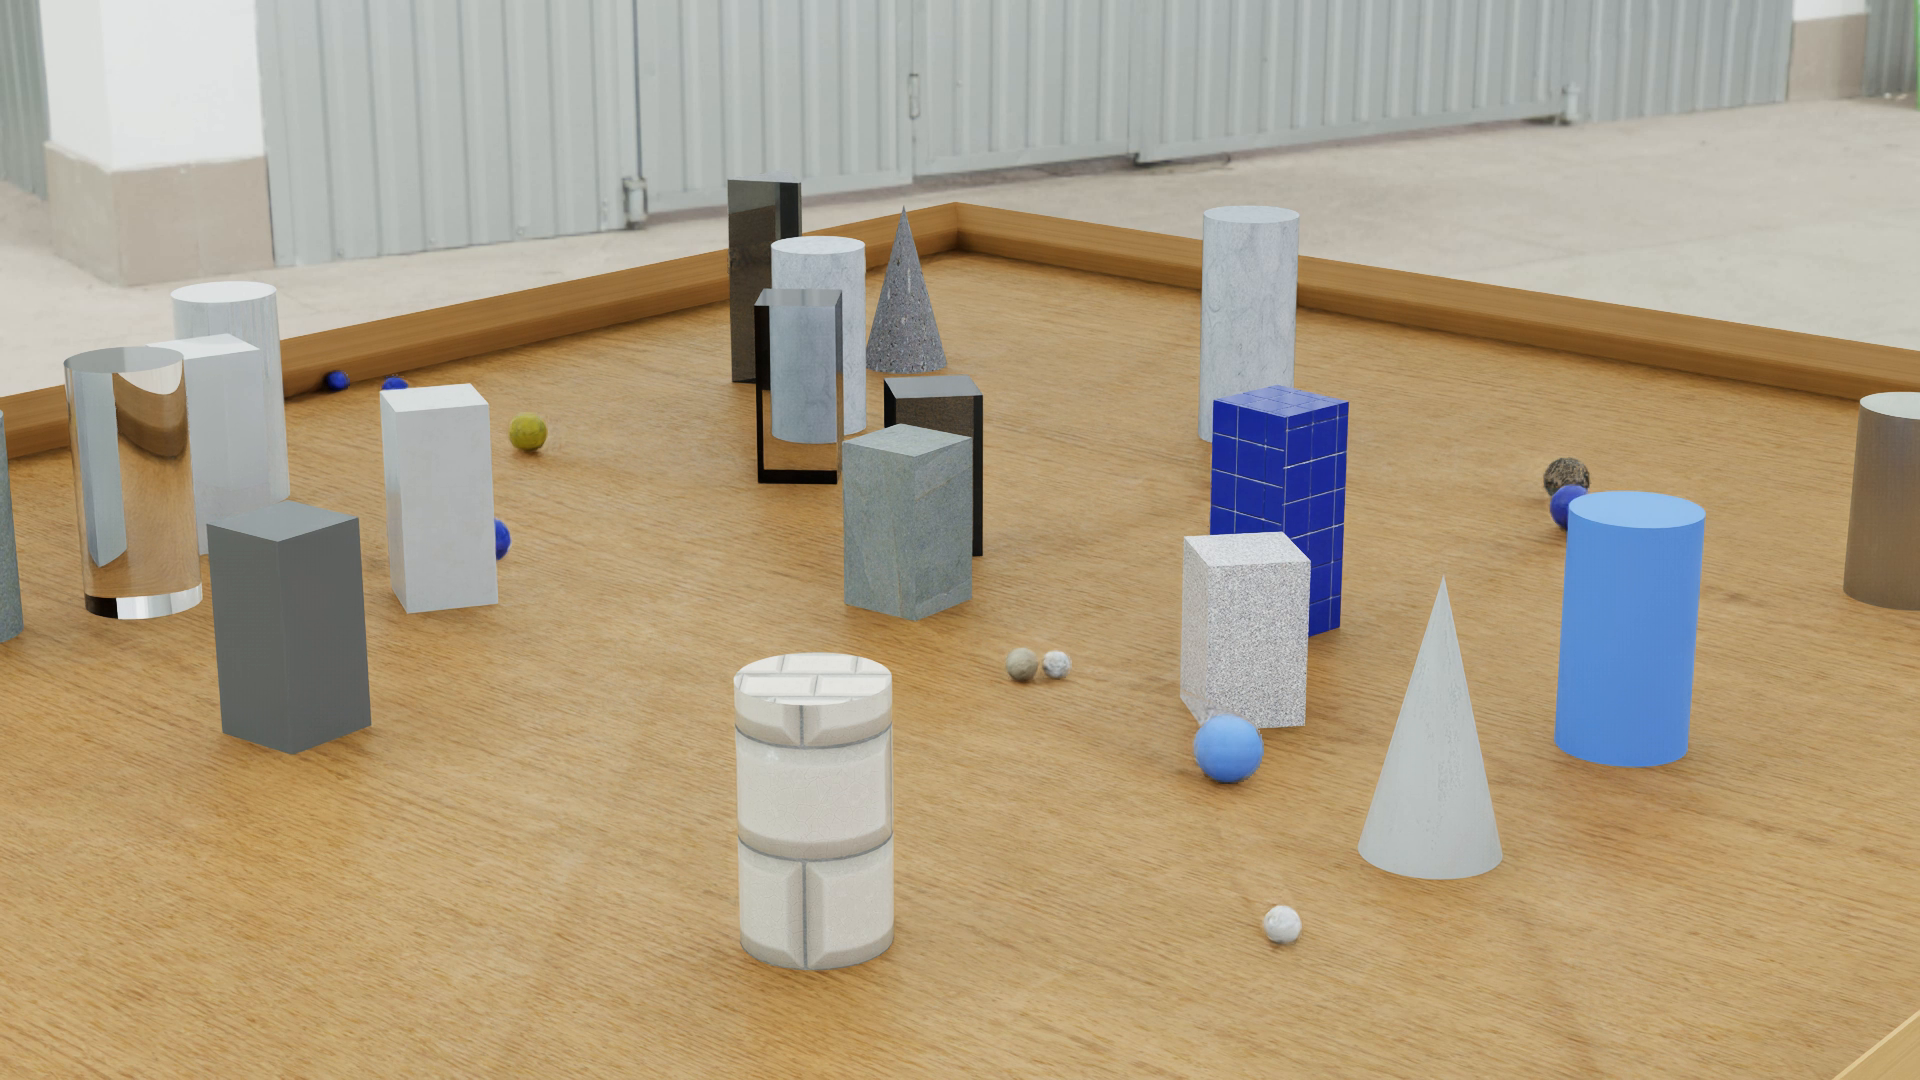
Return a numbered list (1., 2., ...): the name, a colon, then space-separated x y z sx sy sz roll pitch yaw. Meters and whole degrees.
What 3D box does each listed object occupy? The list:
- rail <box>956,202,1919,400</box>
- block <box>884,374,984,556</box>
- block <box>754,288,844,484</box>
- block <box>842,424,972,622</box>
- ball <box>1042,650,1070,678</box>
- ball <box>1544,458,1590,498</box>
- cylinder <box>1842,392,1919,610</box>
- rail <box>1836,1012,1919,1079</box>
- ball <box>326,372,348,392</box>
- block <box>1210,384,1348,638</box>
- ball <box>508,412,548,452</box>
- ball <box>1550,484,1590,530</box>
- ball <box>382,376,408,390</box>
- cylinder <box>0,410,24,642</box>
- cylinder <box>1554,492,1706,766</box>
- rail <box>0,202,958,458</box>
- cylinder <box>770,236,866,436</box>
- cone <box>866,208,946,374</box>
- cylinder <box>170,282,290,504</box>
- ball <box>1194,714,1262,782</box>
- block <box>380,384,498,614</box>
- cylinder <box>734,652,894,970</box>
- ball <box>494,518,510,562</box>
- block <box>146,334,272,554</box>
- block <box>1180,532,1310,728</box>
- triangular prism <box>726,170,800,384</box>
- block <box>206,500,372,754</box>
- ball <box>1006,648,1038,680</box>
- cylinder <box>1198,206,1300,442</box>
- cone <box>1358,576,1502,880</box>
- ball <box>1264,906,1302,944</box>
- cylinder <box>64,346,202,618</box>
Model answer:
1. rail: 1.533 -0.477 6.810 4.134 0.128 0.045 14 22 39
2. block: -0.049 -0.134 5.374 0.158 0.303 0.158 -3 17 -9
3. block: -0.319 -0.307 5.845 0.158 0.361 0.158 1 17 3
4. block: -0.090 -0.033 5.058 0.158 0.290 0.158 13 21 36
5. ball: 0.153 0.200 4.713 0.044 0.044 0.044 0 17 0
6. ball: 1.176 -0.116 5.683 0.089 0.089 0.089 0 17 0
7. cylinder: 1.651 -0.069 5.094 0.198 0.339 0.198 0 17 0
8. rail: 1.543 0.419 3.837 0.045 0.128 4.724 14 22 39
9. ball: -1.392 -0.354 6.546 0.046 0.046 0.046 0 17 0
10. block: 0.532 -0.042 4.912 0.158 0.393 0.158 -15 22 -40
11. ball: -0.892 -0.222 6.049 0.081 0.081 0.081 0 17 0
12. ball: 1.151 -0.061 5.508 0.086 0.086 0.086 0 17 0
13. ball: -1.242 -0.330 6.447 0.058 0.058 0.058 0 17 0
14. cylinder: -1.680 -0.023 4.884 0.198 0.372 0.198 0 17 0
15. cylinder: 0.999 0.131 4.380 0.198 0.368 0.198 0 17 0
16. rail: -1.543 -0.354 6.402 0.045 0.128 4.724 14 22 39
17. cylinder: -0.298 -0.432 6.209 0.198 0.391 0.198 0 17 0
18. cone: -0.129 -0.589 6.758 0.198 0.375 0.198 0 17 0
19. cylinder: -1.412 -0.281 5.680 0.198 0.407 0.198 0 17 0
20. ball: 0.390 0.303 4.276 0.099 0.099 0.099 0 17 0
21. block: -0.903 -0.074 5.080 0.158 0.357 0.158 -6 18 -20
22. cylinder: -0.184 0.341 3.710 0.198 0.352 0.198 0 17 0
23. ball: -0.856 0.000 5.309 0.085 0.085 0.085 0 17 0
24. block: -1.383 -0.177 5.405 0.158 0.367 0.158 -11 20 -33
25. block: 0.439 0.140 4.530 0.158 0.265 0.158 -3 17 -9
26. triangular prism: -0.416 -0.594 6.622 0.171 0.462 0.148 5 17 15
27. block: -1.015 0.130 4.443 0.158 0.333 0.158 12 21 35
28. ball: 0.100 0.199 4.700 0.053 0.053 0.053 0 17 0
29. cylinder: 0.602 -0.447 6.120 0.198 0.471 0.198 0 17 0
30. cone: 0.647 0.236 3.976 0.198 0.399 0.198 0 17 0
31. ball: 0.412 0.491 3.741 0.048 0.048 0.048 0 17 0
32. cylinder: -1.419 -0.100 5.037 0.198 0.431 0.198 0 17 0
